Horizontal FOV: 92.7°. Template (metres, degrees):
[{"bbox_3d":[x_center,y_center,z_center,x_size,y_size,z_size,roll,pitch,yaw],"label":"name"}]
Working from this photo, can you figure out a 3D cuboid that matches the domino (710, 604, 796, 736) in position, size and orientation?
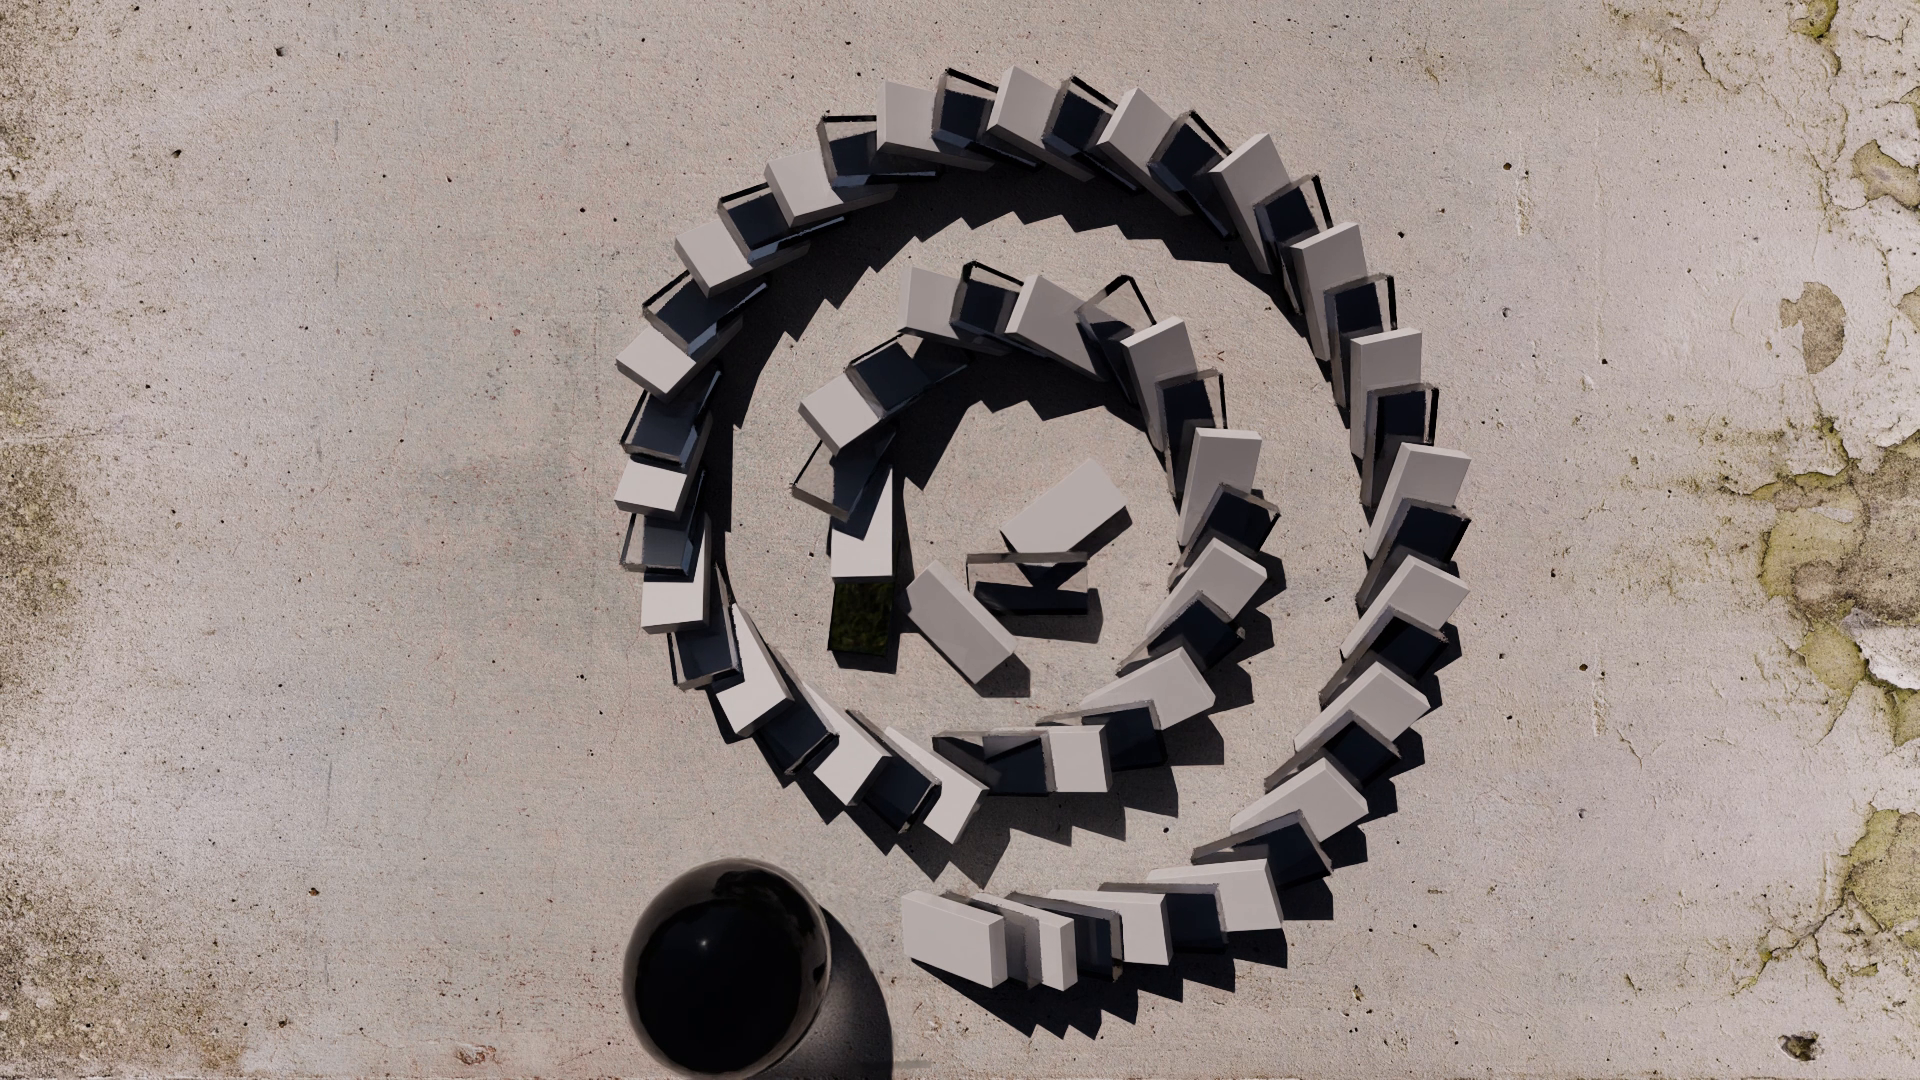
[{"bbox_3d":[-0.092,0.054,0.385,0.025,0.009,0.050,-35,64,0],"label":"domino"}]

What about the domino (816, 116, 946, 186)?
[{"bbox_3d":[-0.033,-0.164,0.385,0.050,0.010,0.025,-14,90,-26],"label":"domino"}]

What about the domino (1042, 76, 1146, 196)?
[{"bbox_3d":[0.061,-0.169,0.385,0.050,0.010,0.025,21,90,-25],"label":"domino"}]

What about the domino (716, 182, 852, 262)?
[{"bbox_3d":[-0.073,-0.138,0.385,0.050,0.010,0.025,-31,90,-25],"label":"domino"}]

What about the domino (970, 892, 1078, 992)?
[{"bbox_3d":[0.025,0.165,0.380,0.050,0.009,0.025,-3,90,43],"label":"domino"}]

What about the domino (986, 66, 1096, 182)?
[{"bbox_3d":[0.038,-0.174,0.385,0.050,0.009,0.025,17,90,-25],"label":"domino"}]

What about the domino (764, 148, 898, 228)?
[{"bbox_3d":[-0.054,-0.151,0.385,0.050,0.009,0.025,-26,90,-25],"label":"domino"}]

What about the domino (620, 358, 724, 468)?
[{"bbox_3d":[-0.120,-0.057,0.385,0.025,0.009,0.050,15,64,0],"label":"domino"}]

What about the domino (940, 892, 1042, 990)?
[{"bbox_3d":[0.011,0.165,0.380,0.050,0.010,0.025,-3,90,43],"label":"domino"}]

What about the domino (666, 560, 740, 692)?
[{"bbox_3d":[-0.110,0.035,0.385,0.025,0.010,0.050,-17,63,0],"label":"domino"}]

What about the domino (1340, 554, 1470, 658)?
[{"bbox_3d":[0.186,0.034,0.385,0.025,0.010,0.050,26,115,0],"label":"domino"}]

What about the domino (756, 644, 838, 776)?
[{"bbox_3d":[-0.076,0.071,0.385,0.025,0.010,0.050,-42,64,0],"label":"domino"}]

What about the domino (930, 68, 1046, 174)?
[{"bbox_3d":[0.014,-0.175,0.385,0.050,0.010,0.025,8,90,-26],"label":"domino"}]

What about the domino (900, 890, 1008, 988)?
[{"bbox_3d":[-0.003,0.164,0.380,0.050,0.009,0.025,-3,90,43],"label":"domino"}]

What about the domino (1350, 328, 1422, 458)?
[{"bbox_3d":[0.179,-0.061,0.385,0.025,0.009,0.050,-12,115,0],"label":"domino"}]

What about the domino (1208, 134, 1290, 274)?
[{"bbox_3d":[0.128,-0.140,0.385,0.025,0.010,0.050,-39,116,0],"label":"domino"}]

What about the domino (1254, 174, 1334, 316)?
[{"bbox_3d":[0.144,-0.123,0.385,0.025,0.009,0.050,-31,116,0],"label":"domino"}]

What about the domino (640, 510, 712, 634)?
[{"bbox_3d":[-0.119,0.013,0.385,0.025,0.009,0.050,-6,64,0],"label":"domino"}]

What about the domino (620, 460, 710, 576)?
[{"bbox_3d":[-0.123,-0.011,0.385,0.025,0.009,0.050,4,64,0],"label":"domino"}]

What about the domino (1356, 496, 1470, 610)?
[{"bbox_3d":[0.189,0.009,0.385,0.025,0.009,0.050,14,116,0],"label":"domino"}]

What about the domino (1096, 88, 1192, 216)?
[{"bbox_3d":[0.084,-0.162,0.385,0.050,0.009,0.025,29,90,-25],"label":"domino"}]

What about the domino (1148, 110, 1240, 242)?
[{"bbox_3d":[0.105,-0.152,0.385,0.050,0.009,0.025,34,90,-26],"label":"domino"}]

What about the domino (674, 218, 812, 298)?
[{"bbox_3d":[-0.091,-0.124,0.385,0.050,0.010,0.025,-34,90,-25],"label":"domino"}]

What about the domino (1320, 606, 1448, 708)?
[{"bbox_3d":[0.177,0.055,0.385,0.025,0.009,0.050,27,115,0],"label":"domino"}]

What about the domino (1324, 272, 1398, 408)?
[{"bbox_3d":[0.170,-0.083,0.385,0.025,0.010,0.050,-18,115,0],"label":"domino"}]

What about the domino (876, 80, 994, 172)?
[{"bbox_3d":[-0.010,-0.173,0.385,0.050,0.010,0.025,0,89,-26],"label":"domino"}]

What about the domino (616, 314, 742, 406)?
[{"bbox_3d":[-0.117,-0.083,0.385,0.025,0.010,0.050,35,64,0],"label":"domino"}]

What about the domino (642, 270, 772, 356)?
[{"bbox_3d":[-0.105,-0.103,0.385,0.025,0.009,0.050,41,64,0],"label":"domino"}]

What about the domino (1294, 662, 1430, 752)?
[{"bbox_3d":[0.168,0.077,0.385,0.025,0.010,0.050,36,115,0],"label":"domino"}]

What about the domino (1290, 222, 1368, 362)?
[{"bbox_3d":[0.158,-0.104,0.385,0.025,0.010,0.050,-24,115,0],"label":"domino"}]

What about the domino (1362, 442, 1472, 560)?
[{"bbox_3d":[0.191,-0.014,0.385,0.025,0.009,0.050,8,116,0],"label":"domino"}]

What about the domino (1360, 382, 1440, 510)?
[{"bbox_3d":[0.184,-0.039,0.385,0.025,0.009,0.050,-8,115,0],"label":"domino"}]

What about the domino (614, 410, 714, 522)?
[{"bbox_3d":[-0.124,-0.034,0.385,0.025,0.010,0.050,11,64,0],"label":"domino"}]
